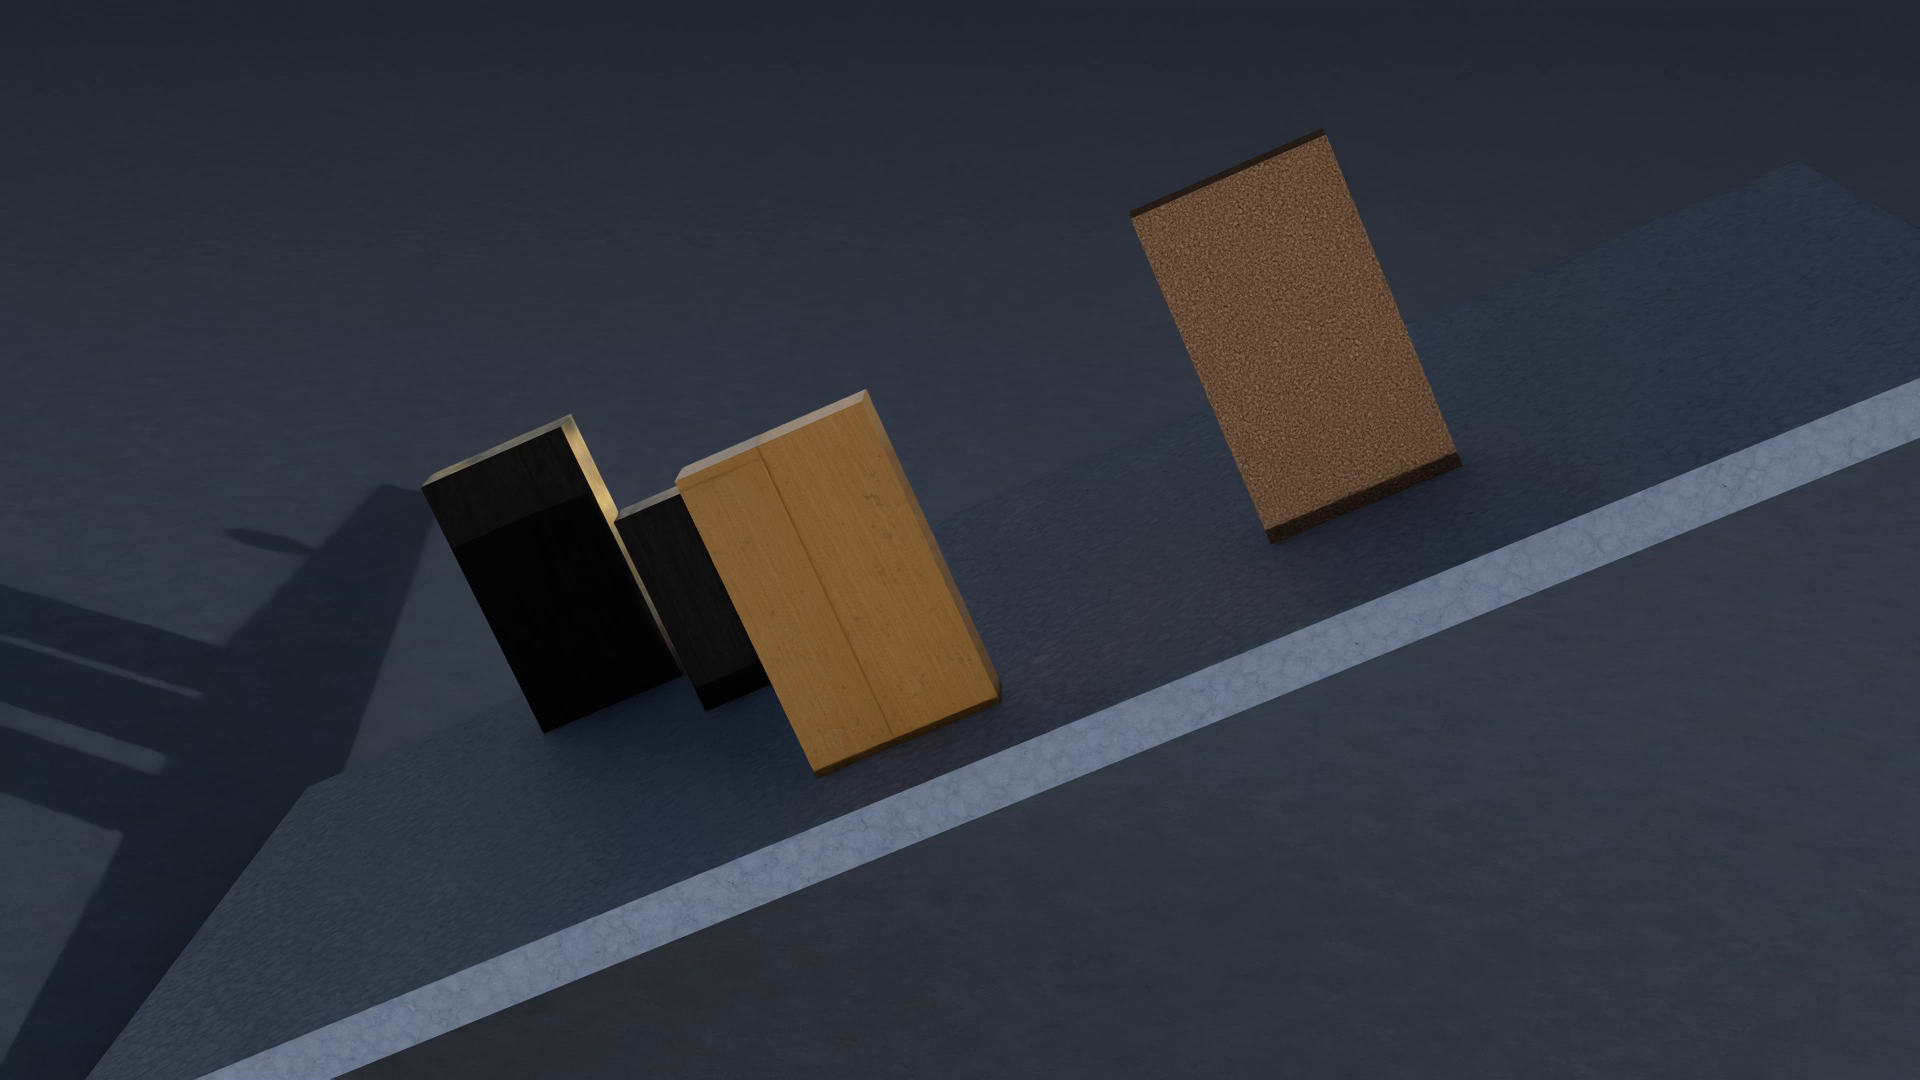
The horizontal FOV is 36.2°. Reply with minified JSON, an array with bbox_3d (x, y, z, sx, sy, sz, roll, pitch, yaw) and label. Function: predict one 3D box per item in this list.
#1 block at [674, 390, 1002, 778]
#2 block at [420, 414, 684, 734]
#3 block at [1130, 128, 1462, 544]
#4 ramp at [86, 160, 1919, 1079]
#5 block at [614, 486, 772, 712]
[{"bbox_3d":[-0.226,0.086,5.602,0.386,0.639,0.109,-23,13,8],"label":"block"},{"bbox_3d":[-0.949,0.081,6.929,0.364,0.654,0.135,-23,13,8],"label":"block"},{"bbox_3d":[0.658,-0.394,5.752,0.404,0.706,0.097,-23,13,8],"label":"block"},{"bbox_3d":[0.132,0.170,6.284,4.000,0.100,2.000,-23,13,8],"label":"ramp"},{"bbox_3d":[-0.539,0.107,6.480,0.255,0.471,0.109,-23,13,8],"label":"block"}]
